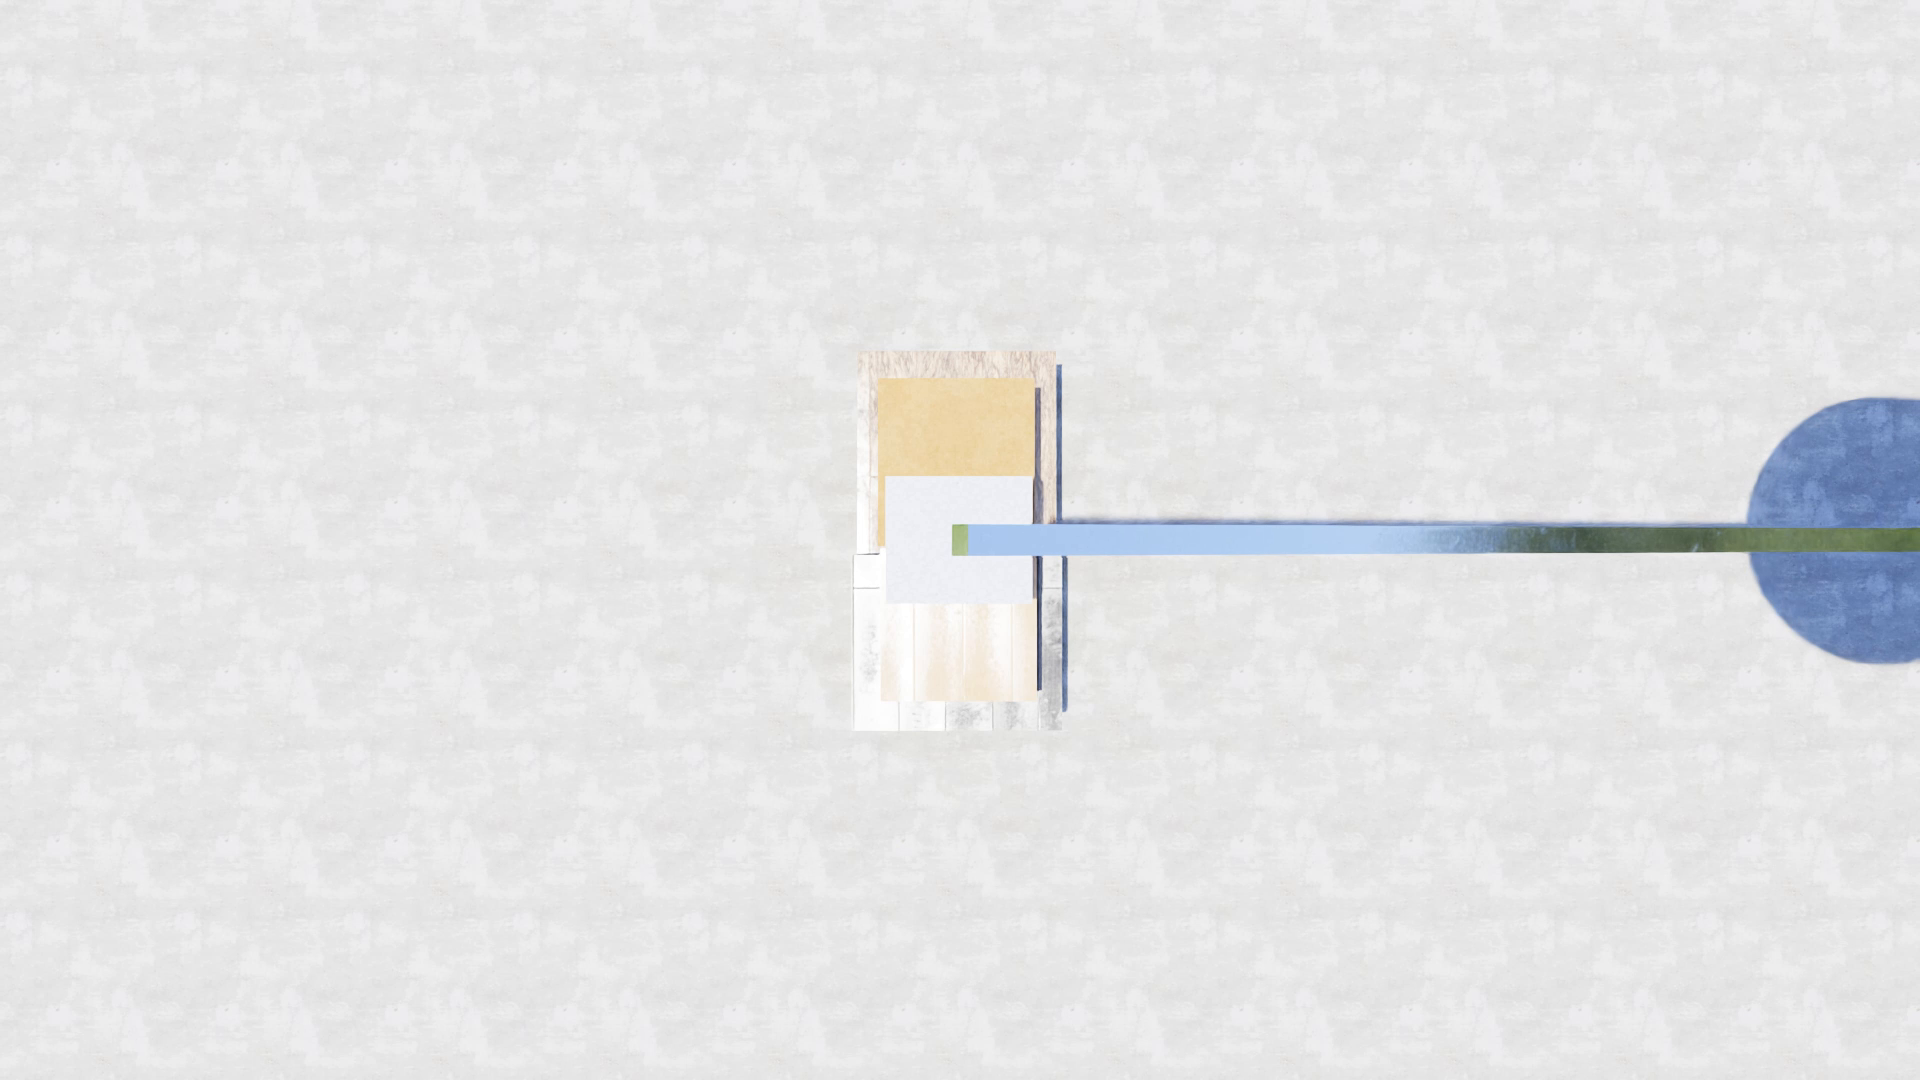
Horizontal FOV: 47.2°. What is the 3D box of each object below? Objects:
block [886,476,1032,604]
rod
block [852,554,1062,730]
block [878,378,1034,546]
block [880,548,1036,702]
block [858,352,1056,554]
[{"bbox_3d":[-0.005,0.000,10.847,0.704,0.605,0.612,0,90,0],"label":"block"},{"bbox_3d":[2.212,0.000,6.893,5.200,0.080,0.080,0,90,-32],"label":"rod"},{"bbox_3d":[-0.017,0.554,12.434,1.135,1.131,0.947,0,90,0],"label":"block"},{"bbox_3d":[-0.019,-0.394,11.557,0.796,0.816,0.853,0,90,0],"label":"block"},{"bbox_3d":[-0.007,0.431,11.531,0.795,0.676,0.779,0,90,0],"label":"block"},{"bbox_3d":[-0.017,-0.479,12.482,1.082,1.035,1.099,0,90,0],"label":"block"}]
